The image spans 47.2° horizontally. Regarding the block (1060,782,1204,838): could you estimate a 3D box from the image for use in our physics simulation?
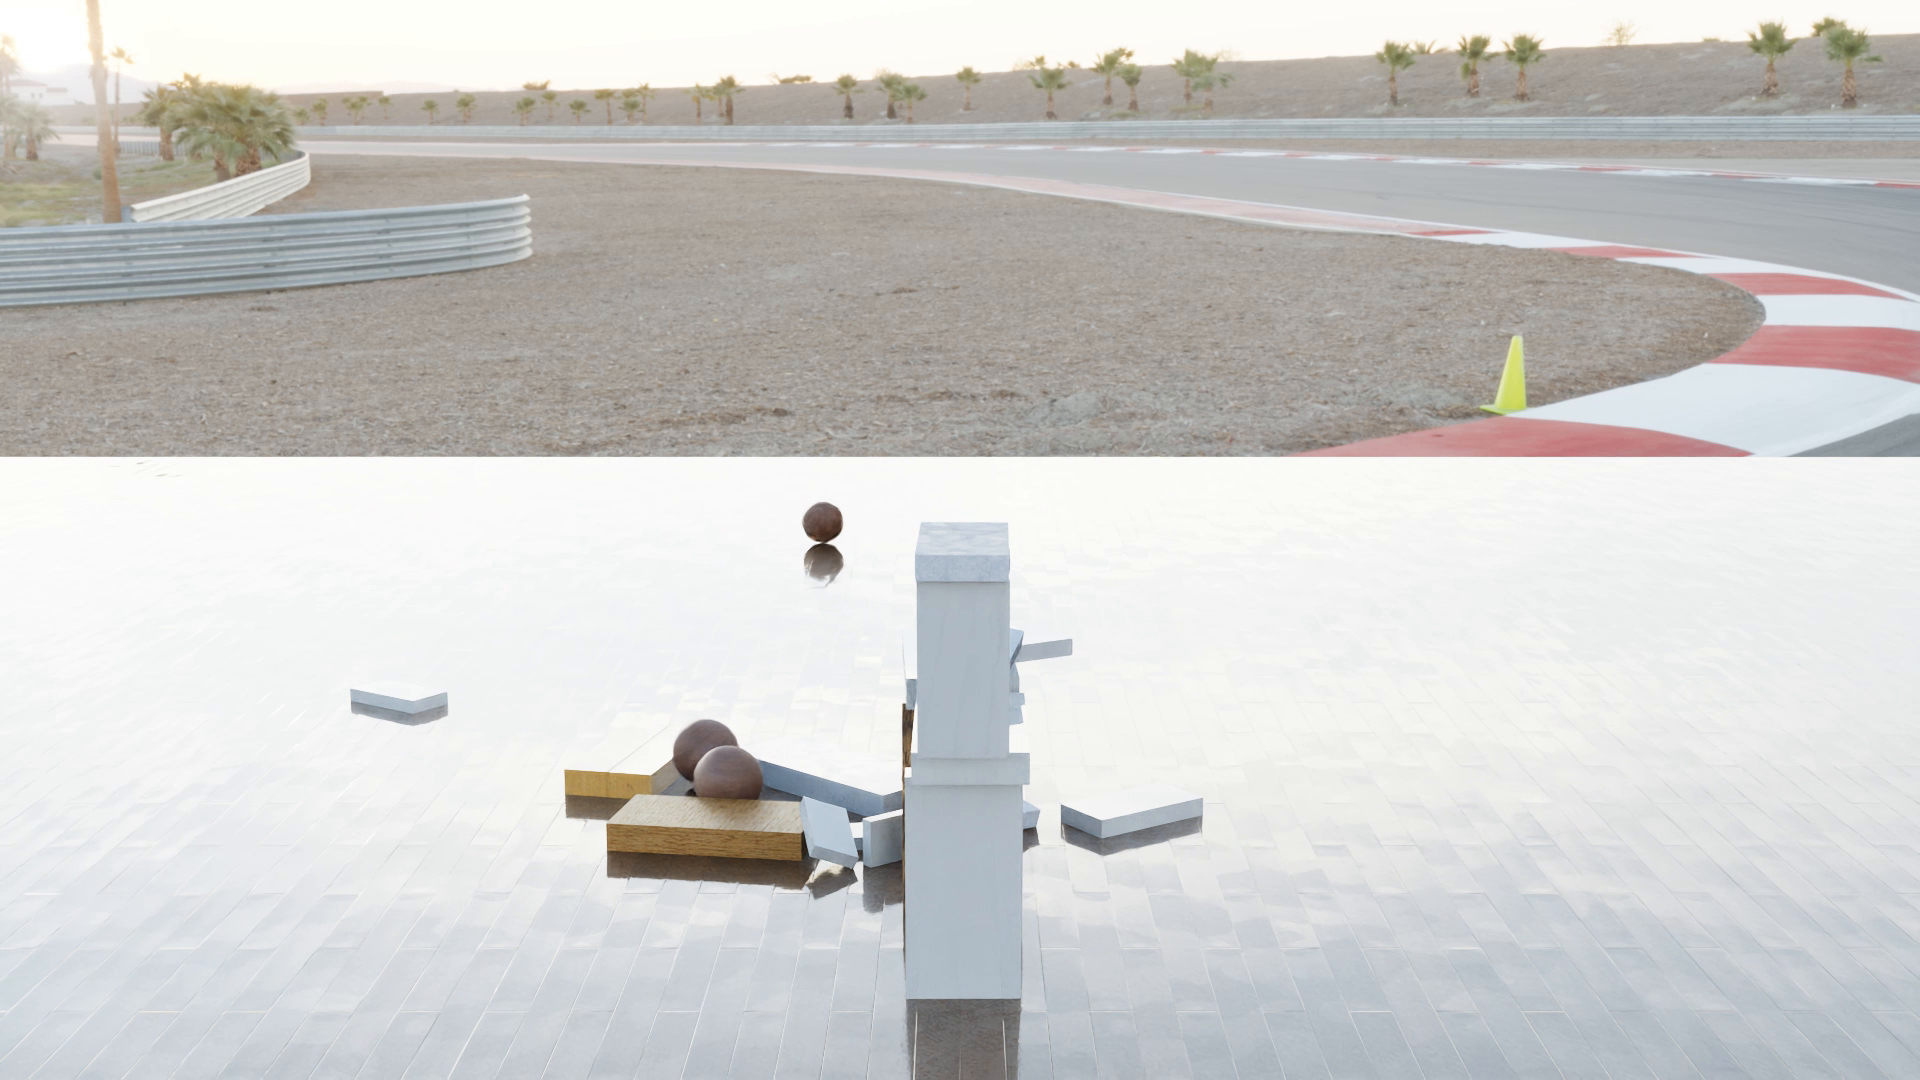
[{"bbox_3d":[0.319,0.498,4.068,0.241,0.034,0.121,-7,13,-34],"label":"block"}]

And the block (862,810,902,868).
[{"bbox_3d":[-0.096,0.515,3.850,0.165,0.082,0.023,-8,13,-38],"label":"block"}]

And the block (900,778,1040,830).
[{"bbox_3d":[0.019,0.469,4.050,0.241,0.034,0.121,26,19,39],"label":"block"}]

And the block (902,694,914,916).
[{"bbox_3d":[-0.003,0.430,3.556,0.178,0.356,0.050,0,11,0],"label":"block"}]

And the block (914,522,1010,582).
[{"bbox_3d":[0.005,0.015,3.134,0.130,0.037,0.259,0,10,1],"label":"block"}]

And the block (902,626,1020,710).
[{"bbox_3d":[-0.003,0.208,3.632,0.178,0.050,0.356,0,11,-2],"label":"block"}]

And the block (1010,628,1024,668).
[{"bbox_3d":[0.026,0.191,3.443,0.101,0.029,0.224,13,26,9],"label":"block"}]

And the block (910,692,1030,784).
[{"bbox_3d":[0.016,0.294,3.286,0.169,0.048,0.338,0,11,0],"label":"block"}]

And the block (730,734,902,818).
[{"bbox_3d":[-0.237,0.456,4.256,0.432,0.050,0.176,10,14,43],"label":"block"}]

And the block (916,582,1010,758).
[{"bbox_3d":[0.005,0.176,3.080,0.130,0.259,0.037,0,13,1],"label":"block"}]

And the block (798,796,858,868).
[{"bbox_3d":[-0.231,0.511,3.849,0.082,0.023,0.165,19,19,-19],"label":"block"}]

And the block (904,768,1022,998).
[{"bbox_3d":[0.005,0.502,3.217,0.169,0.338,0.048,0,11,0],"label":"block"}]

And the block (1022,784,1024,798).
[{"bbox_3d":[0.013,0.461,3.437,0.169,0.338,0.048,0,10,-1],"label":"block"}]

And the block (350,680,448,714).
[{"bbox_3d":[-1.250,0.347,4.897,0.202,0.029,0.101,7,13,33],"label":"block"}]

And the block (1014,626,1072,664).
[{"bbox_3d":[0.071,0.175,3.591,0.203,0.029,0.101,-6,12,-28],"label":"block"}]

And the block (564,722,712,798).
[{"bbox_3d":[-0.633,0.435,4.365,0.176,0.050,0.353,2,11,12],"label":"block"}]

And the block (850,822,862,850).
[{"bbox_3d":[-0.141,0.528,3.939,0.165,0.023,0.082,-2,11,-13],"label":"block"}]

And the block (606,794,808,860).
[{"bbox_3d":[-0.437,0.514,3.943,0.353,0.050,0.176,2,11,9],"label":"block"}]
